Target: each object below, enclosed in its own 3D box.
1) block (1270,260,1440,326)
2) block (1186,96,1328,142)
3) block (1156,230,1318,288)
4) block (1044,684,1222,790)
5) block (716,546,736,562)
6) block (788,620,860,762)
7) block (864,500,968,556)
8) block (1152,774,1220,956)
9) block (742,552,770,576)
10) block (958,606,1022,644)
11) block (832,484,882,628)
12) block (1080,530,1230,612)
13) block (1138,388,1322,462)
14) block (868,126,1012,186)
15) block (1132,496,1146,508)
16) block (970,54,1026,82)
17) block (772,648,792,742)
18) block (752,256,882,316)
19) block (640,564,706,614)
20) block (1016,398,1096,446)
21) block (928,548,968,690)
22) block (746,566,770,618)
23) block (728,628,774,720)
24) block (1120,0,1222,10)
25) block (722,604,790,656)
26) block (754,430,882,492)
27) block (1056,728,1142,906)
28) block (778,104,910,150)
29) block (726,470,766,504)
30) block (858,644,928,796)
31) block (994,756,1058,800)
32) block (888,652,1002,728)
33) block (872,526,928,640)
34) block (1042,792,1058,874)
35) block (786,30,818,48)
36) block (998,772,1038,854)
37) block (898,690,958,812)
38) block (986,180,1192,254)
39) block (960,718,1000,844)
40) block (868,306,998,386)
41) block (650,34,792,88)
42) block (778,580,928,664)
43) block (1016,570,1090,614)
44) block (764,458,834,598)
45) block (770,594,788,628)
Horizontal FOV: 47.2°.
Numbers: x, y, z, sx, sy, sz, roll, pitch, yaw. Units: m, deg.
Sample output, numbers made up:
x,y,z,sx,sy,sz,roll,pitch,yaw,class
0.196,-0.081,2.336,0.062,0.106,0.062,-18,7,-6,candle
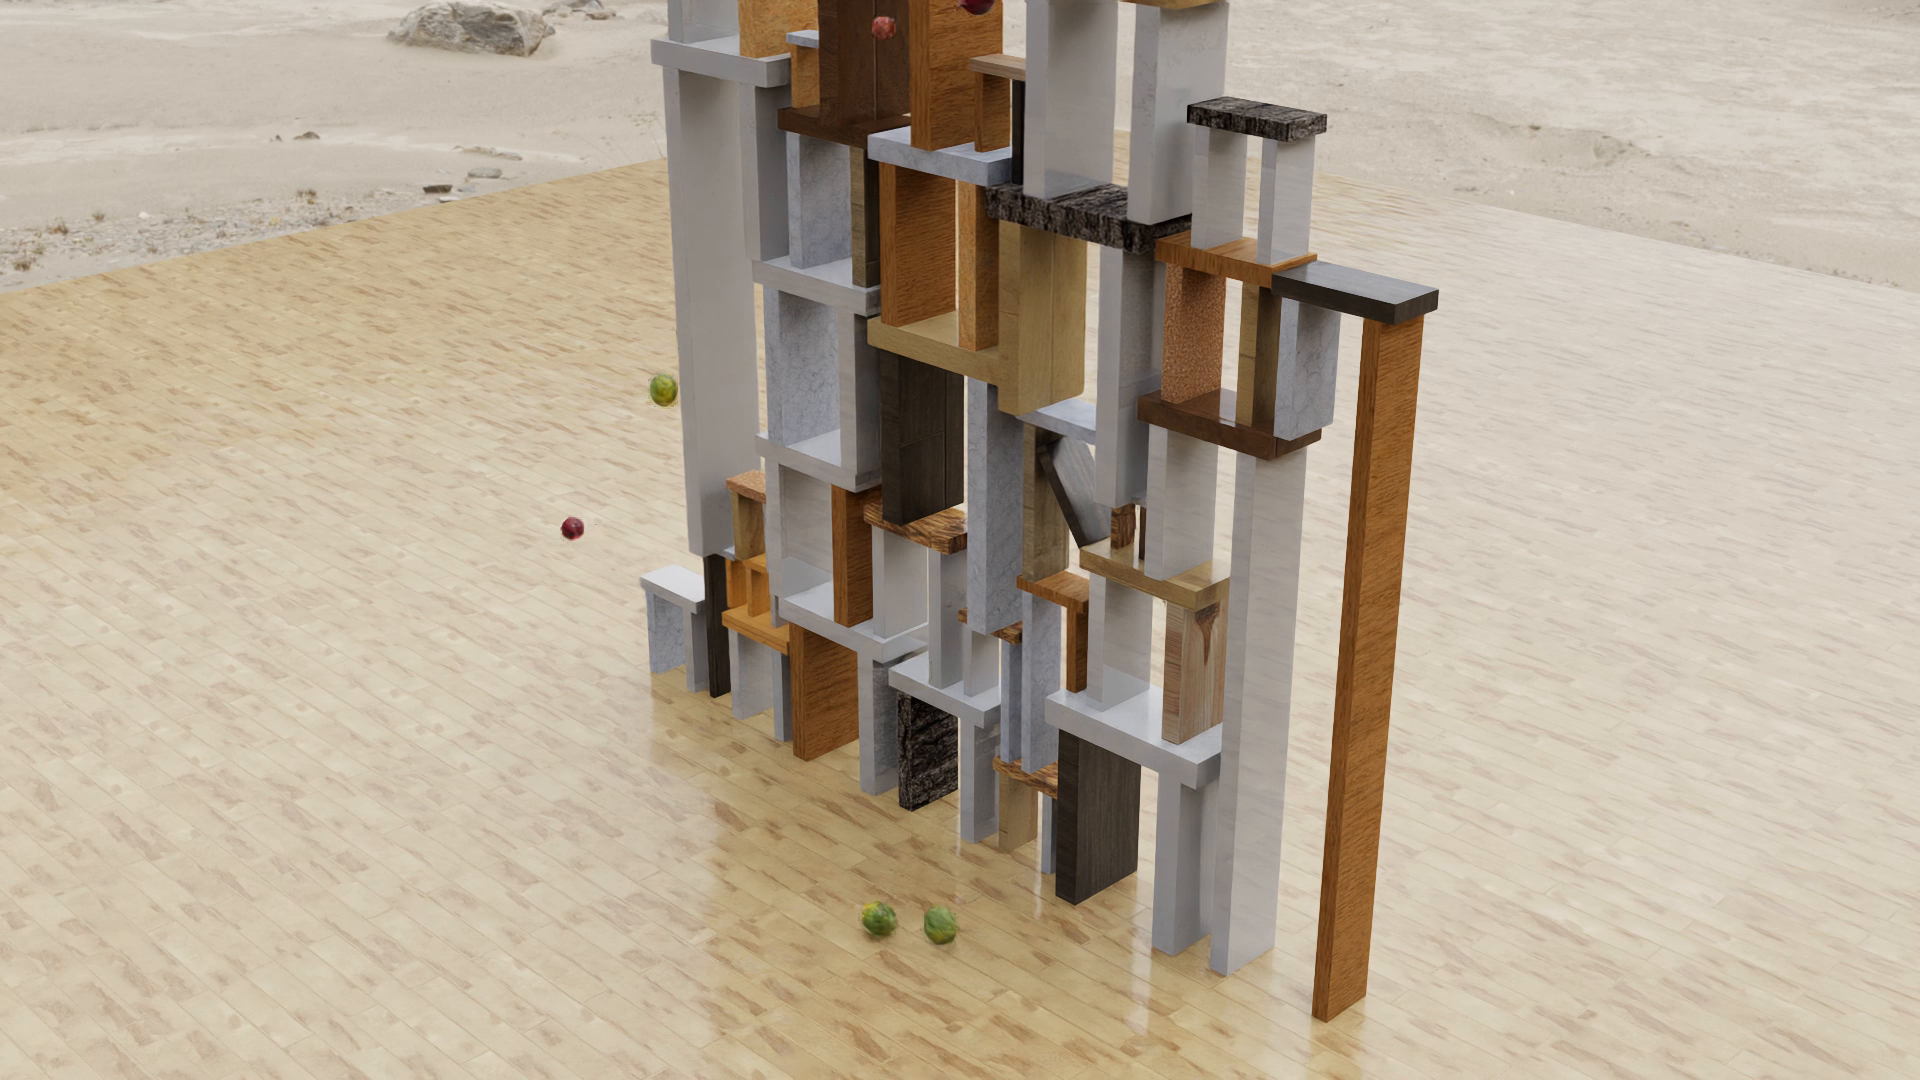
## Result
x,y,z,sx,sy,sz,roll,pitch,yaw,class
0.608,-0.383,3.394,0.230,0.033,0.115,21,31,41,block
0.464,-0.660,3.443,0.198,0.028,0.099,21,31,40,block
0.445,-0.458,3.552,0.237,0.034,0.118,21,31,40,block
0.347,0.337,3.985,0.358,0.051,0.179,21,31,41,block
-0.507,0.014,4.778,0.117,0.017,0.058,21,31,40,block
-0.284,0.297,4.658,0.045,0.315,0.157,21,31,41,block
-0.063,-0.035,4.274,0.118,0.034,0.237,-21,31,-41,block
0.431,0.558,3.988,0.051,0.358,0.179,21,31,41,block
-0.404,0.053,4.688,0.058,0.016,0.116,-22,31,-40,block
0.077,0.156,4.201,0.076,0.022,0.152,-21,31,-40,block
-0.186,0.012,4.426,0.043,0.301,0.150,21,31,41,block
0.353,0.050,3.865,0.266,0.038,0.133,21,31,41,block
0.446,-0.202,3.648,0.139,0.039,0.278,-21,31,-41,block
-0.006,-0.691,3.930,0.152,0.043,0.304,-21,31,-40,block
0.311,-0.080,3.852,0.049,0.014,0.099,-21,31,-40,block
0.089,-0.812,3.778,0.070,0.020,0.140,-20,30,-39,block
-0.351,0.318,4.736,0.030,0.215,0.108,21,31,41,block
-0.235,-0.506,4.259,0.327,0.046,0.163,21,31,40,block
-0.618,0.109,4.949,0.203,0.029,0.101,21,31,41,block
0.202,-0.217,3.910,0.098,0.028,0.195,-20,30,-39,block
-0.007,0.137,4.286,0.034,0.293,0.118,21,31,41,block
-0.432,0.103,4.739,0.016,0.116,0.058,21,31,41,block
-0.453,0.278,4.829,0.030,0.215,0.108,21,31,41,block
0.271,-0.911,3.545,0.173,0.049,0.346,-21,31,-40,block
-0.402,0.185,4.735,0.215,0.030,0.108,21,31,41,block
-0.257,-0.173,4.425,0.301,0.043,0.150,21,31,40,block
0.262,0.492,4.143,0.051,0.358,0.179,21,31,41,block
-0.205,-0.779,4.119,0.264,0.037,0.132,21,31,40,block
-0.411,-0.108,4.619,0.078,0.022,0.156,-22,31,-40,block
-0.135,0.355,4.521,0.045,0.315,0.157,21,31,41,block
0.156,0.446,4.239,0.172,0.024,0.086,21,31,41,block
-0.002,0.291,4.346,0.265,0.038,0.133,21,31,41,block
-0.119,0.068,4.378,0.034,0.237,0.118,21,31,41,block
0.196,0.552,4.240,0.024,0.172,0.086,21,31,41,block
-0.263,-0.934,4.109,0.120,0.017,0.060,21,31,40,block
0.115,0.520,4.315,0.024,0.172,0.086,21,31,41,block
-0.064,0.406,4.463,0.038,0.265,0.133,21,31,41,block
0.228,-0.559,3.730,0.347,0.049,0.174,21,31,40,block
0.061,0.455,4.348,0.038,0.265,0.133,21,31,41,block
0.011,-0.366,4.061,0.173,0.049,0.346,-21,31,-40,block
-0.426,-0.941,4.281,0.344,0.049,0.172,21,31,40,block
-0.209,0.160,4.519,0.315,0.045,0.157,21,31,41,block
0.193,0.089,4.049,0.083,0.023,0.166,-21,31,-40,block
-0.328,-0.043,4.557,0.043,0.301,0.150,21,31,41,block
-0.377,0.124,4.688,0.058,0.116,0.016,-22,32,-40,block
